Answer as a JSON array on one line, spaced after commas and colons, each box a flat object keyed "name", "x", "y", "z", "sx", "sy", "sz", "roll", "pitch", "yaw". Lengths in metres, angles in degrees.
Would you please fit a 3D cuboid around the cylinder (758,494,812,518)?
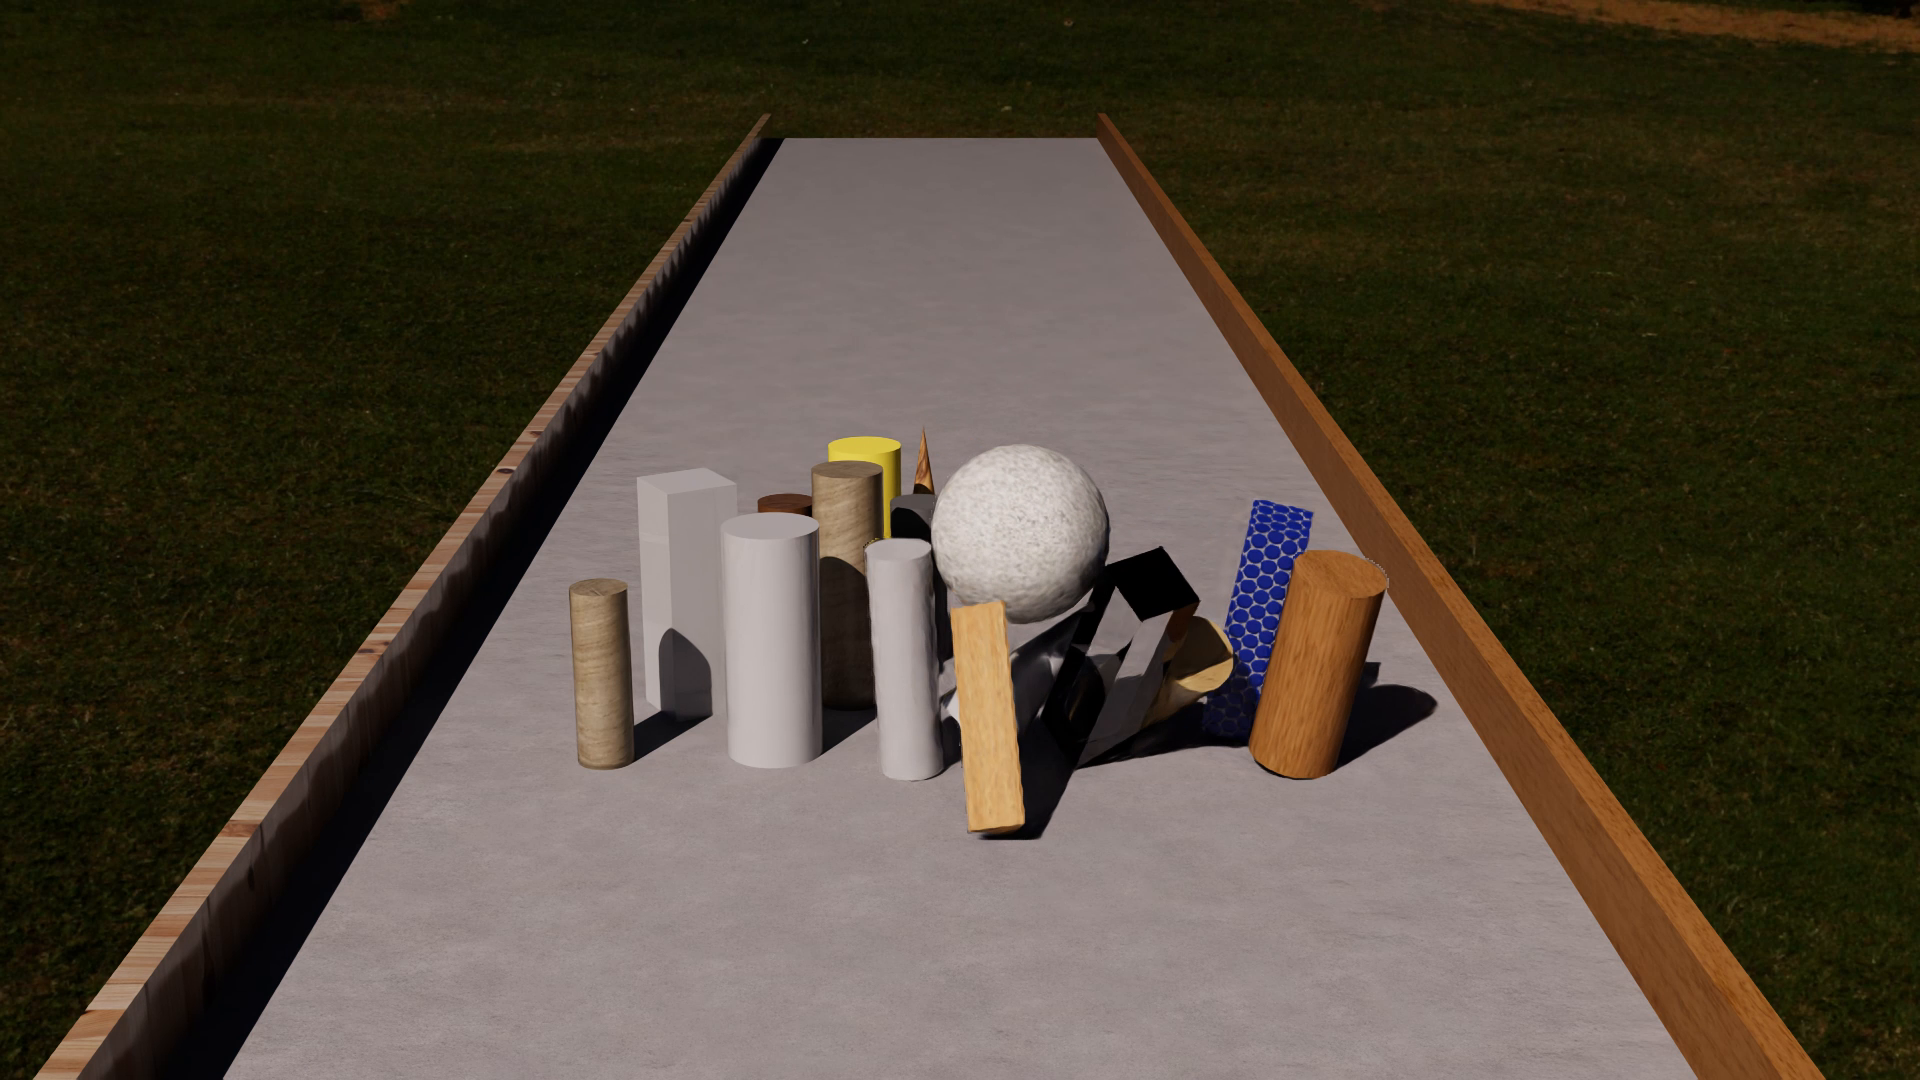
[{"name": "cylinder", "x": -0.340, "y": 0.083, "z": 4.362, "sx": 0.115, "sy": 0.333, "sz": 0.115, "roll": 0, "pitch": 17, "yaw": 0}]

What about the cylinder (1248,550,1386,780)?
[{"name": "cylinder", "x": 0.615, "y": 0.216, "z": 3.801, "sx": 0.158, "sy": 0.371, "sz": 0.158, "roll": 7, "pitch": 29, "yaw": -4}]

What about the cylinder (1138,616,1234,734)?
[{"name": "cylinder", "x": 0.363, "y": 0.243, "z": 3.910, "sx": 0.134, "sy": 0.134, "sz": 0.311, "roll": -6, "pitch": -16, "yaw": -19}]

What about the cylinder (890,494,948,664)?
[{"name": "cylinder", "x": -0.081, "y": 0.080, "z": 4.384, "sx": 0.114, "sy": 0.326, "sz": 0.114, "roll": 0, "pitch": 17, "yaw": 0}]

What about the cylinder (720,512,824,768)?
[{"name": "cylinder", "x": -0.332, "y": 0.176, "z": 3.896, "sx": 0.172, "sy": 0.420, "sz": 0.172, "roll": 0, "pitch": 17, "yaw": 0}]

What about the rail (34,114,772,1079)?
[{"name": "rail", "x": -1.118, "y": -0.838, "z": 7.780, "sx": 0.050, "sy": 0.150, "sz": 12.000, "roll": 0, "pitch": 17, "yaw": -1}]

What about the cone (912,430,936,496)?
[{"name": "cone", "x": -0.080, "y": -0.078, "z": 4.861, "sx": 0.115, "sy": 0.358, "sz": 0.115, "roll": 0, "pitch": 17, "yaw": 0}]

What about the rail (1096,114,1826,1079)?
[{"name": "rail", "x": 0.932, "y": -0.844, "z": 7.801, "sx": 0.050, "sy": 0.150, "sz": 12.000, "roll": 0, "pitch": 17, "yaw": -1}]

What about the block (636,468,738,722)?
[{"name": "block", "x": -0.504, "y": 0.101, "z": 4.114, "sx": 0.139, "sy": 0.440, "sz": 0.139, "roll": -10, "pitch": 19, "yaw": -29}]

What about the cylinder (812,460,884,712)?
[{"name": "cylinder", "x": -0.209, "y": 0.086, "z": 4.141, "sx": 0.134, "sy": 0.454, "sz": 0.134, "roll": 0, "pitch": 17, "yaw": 0}]

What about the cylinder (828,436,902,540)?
[{"name": "cylinder", "x": -0.199, "y": -0.020, "z": 4.645, "sx": 0.152, "sy": 0.370, "sz": 0.152, "roll": 0, "pitch": 17, "yaw": 0}]

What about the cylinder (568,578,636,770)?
[{"name": "cylinder", "x": -0.628, "y": 0.236, "z": 3.867, "sx": 0.101, "sy": 0.322, "sz": 0.101, "roll": 0, "pitch": 17, "yaw": 0}]

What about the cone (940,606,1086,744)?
[{"name": "cone", "x": 0.150, "y": 0.208, "z": 3.877, "sx": 0.165, "sy": 0.360, "sz": 0.165, "roll": 44, "pitch": 5, "yaw": -5}]

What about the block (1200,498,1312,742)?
[{"name": "block", "x": 0.526, "y": 0.149, "z": 3.915, "sx": 0.103, "sy": 0.440, "sz": 0.103, "roll": 13, "pitch": 32, "yaw": 6}]

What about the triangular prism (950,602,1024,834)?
[{"name": "triangular prism", "x": 0.055, "y": 0.295, "z": 3.622, "sx": 0.092, "sy": 0.372, "sz": 0.079, "roll": -10, "pitch": -18, "yaw": 14}]

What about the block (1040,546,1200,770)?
[{"name": "block", "x": 0.268, "y": 0.207, "z": 3.758, "sx": 0.120, "sy": 0.438, "sz": 0.120, "roll": -18, "pitch": 58, "yaw": -27}]

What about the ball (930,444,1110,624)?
[{"name": "ball", "x": 0.103, "y": -0.010, "z": 3.759, "sx": 0.307, "sy": 0.307, "sz": 0.307, "roll": 0, "pitch": 17, "yaw": 0}]

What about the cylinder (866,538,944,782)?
[{"name": "cylinder", "x": -0.094, "y": 0.207, "z": 3.797, "sx": 0.112, "sy": 0.410, "sz": 0.112, "roll": -3, "pitch": 20, "yaw": 1}]
